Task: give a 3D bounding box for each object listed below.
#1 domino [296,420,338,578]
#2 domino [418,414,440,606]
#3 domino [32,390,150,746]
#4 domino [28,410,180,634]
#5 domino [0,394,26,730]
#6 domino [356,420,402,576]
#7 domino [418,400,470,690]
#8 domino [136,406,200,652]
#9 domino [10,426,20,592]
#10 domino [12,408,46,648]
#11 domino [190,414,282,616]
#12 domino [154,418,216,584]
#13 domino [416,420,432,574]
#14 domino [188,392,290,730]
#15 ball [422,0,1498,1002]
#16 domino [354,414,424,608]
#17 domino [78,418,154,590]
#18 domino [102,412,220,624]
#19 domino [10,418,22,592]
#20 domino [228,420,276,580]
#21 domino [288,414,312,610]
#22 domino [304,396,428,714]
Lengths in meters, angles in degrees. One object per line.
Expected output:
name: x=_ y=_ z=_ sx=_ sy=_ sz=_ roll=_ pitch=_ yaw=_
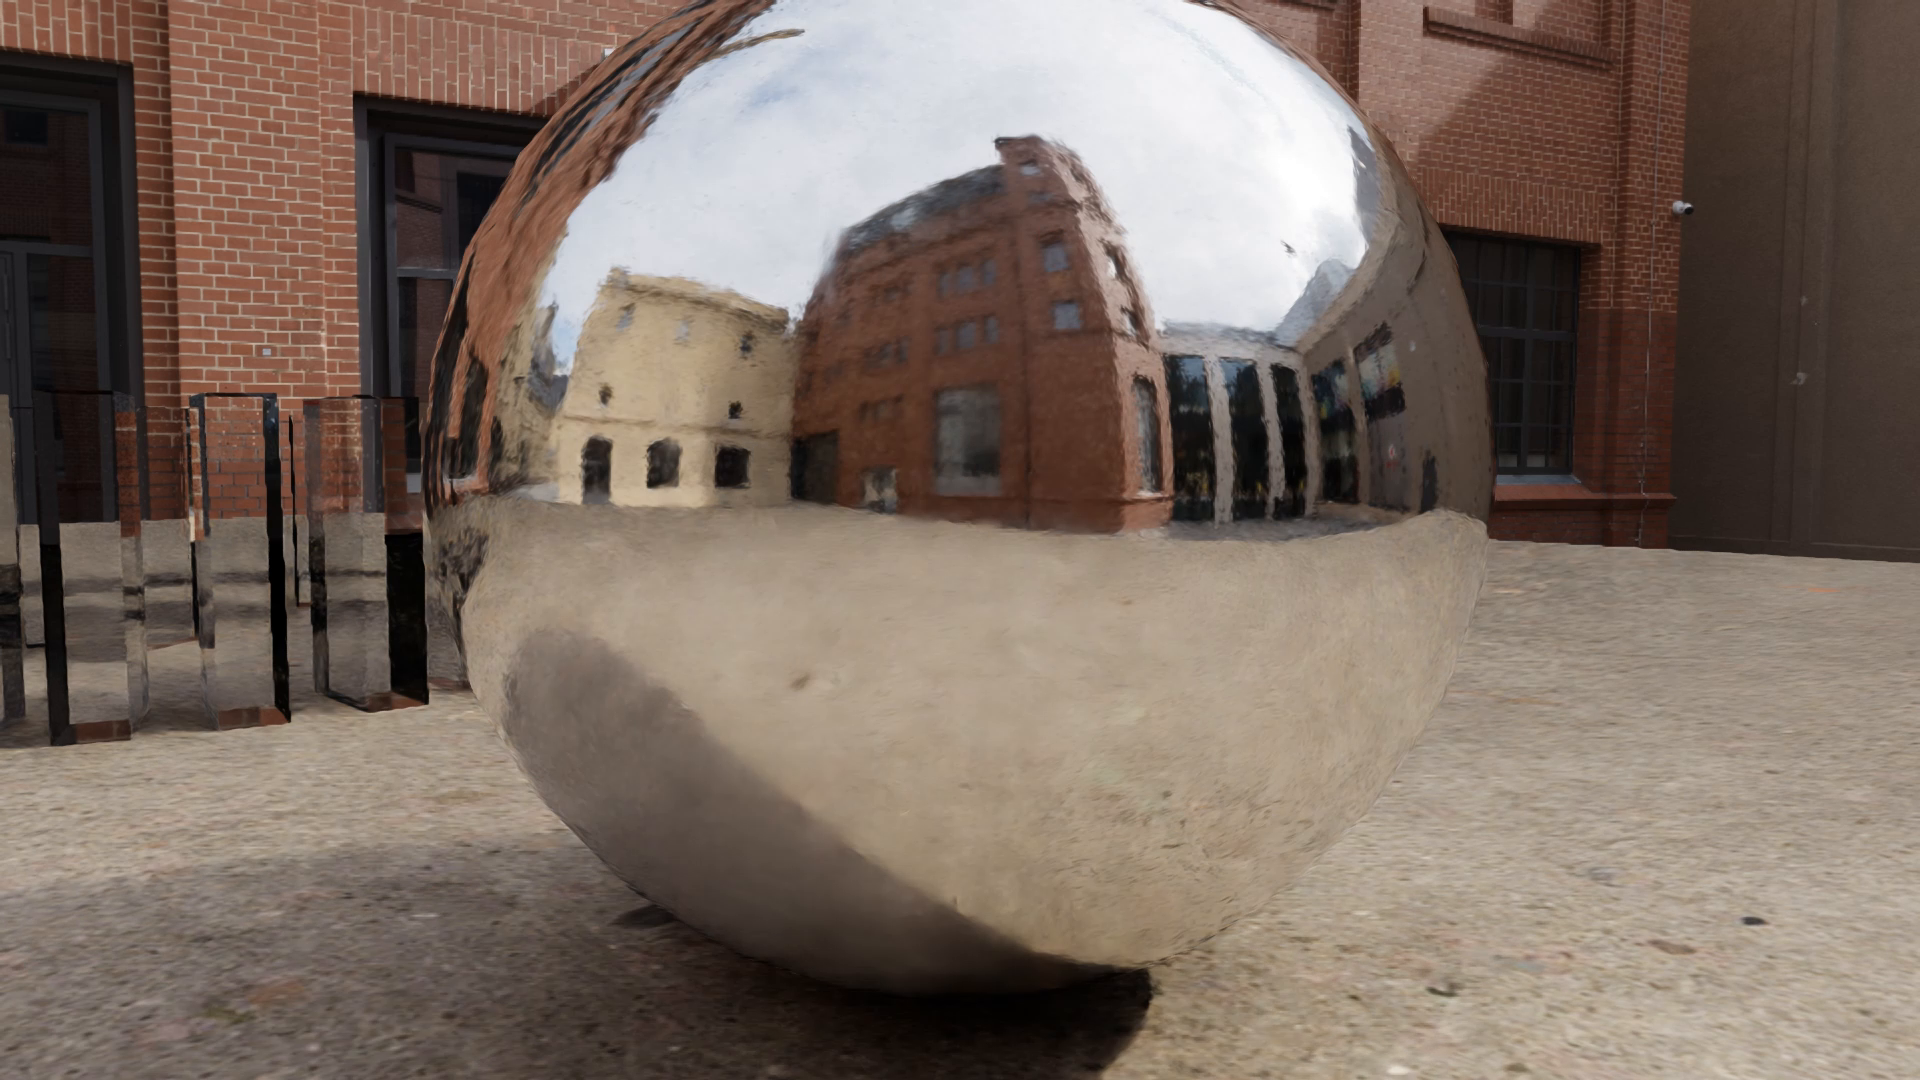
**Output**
domino: x=-0.210 y=-0.014 z=0.419 sx=0.010 sy=0.050 sz=0.025 roll=-2 pitch=5 yaw=-24
domino: x=-0.134 y=-0.008 z=0.346 sx=0.009 sy=0.050 sz=0.025 roll=0 pitch=4 yaw=5
domino: x=-0.129 y=0.003 z=0.192 sx=0.010 sy=0.050 sz=0.025 roll=-2 pitch=5 yaw=-27
domino: x=-0.195 y=-0.004 z=0.293 sx=0.025 sy=0.050 sz=0.009 roll=-1 pitch=4 yaw=-14
domino: x=-0.147 y=0.004 z=0.185 sx=0.009 sy=0.050 sz=0.025 roll=-1 pitch=4 yaw=-17
domino: x=-0.193 y=-0.014 z=0.426 sx=0.010 sy=0.050 sz=0.025 roll=-1 pitch=5 yaw=-18
domino: x=-0.087 y=0.000 z=0.228 sx=0.025 sy=0.050 sz=0.009 roll=3 pitch=5 yaw=30
domino: x=-0.171 y=-0.003 z=0.270 sx=0.009 sy=0.050 sz=0.025 roll=1 pitch=4 yaw=4
domino: x=-0.272 y=-0.009 z=0.353 sx=0.025 sy=0.050 sz=0.009 roll=2 pitch=5 yaw=25
domino: x=-0.187 y=-0.003 z=0.277 sx=0.025 sy=0.050 sz=0.009 roll=-3 pitch=5 yaw=-37
domino: x=-0.185 y=-0.007 z=0.328 sx=0.025 sy=0.050 sz=0.009 roll=3 pitch=5 yaw=37
domino: x=-0.241 y=-0.012 z=0.399 sx=0.009 sy=0.050 sz=0.025 roll=-4 pitch=6 yaw=-44
domino: x=-0.175 y=-0.015 z=0.431 sx=0.009 sy=0.050 sz=0.025 roll=-1 pitch=4 yaw=-12
domino: x=-0.113 y=0.002 z=0.201 sx=0.009 sy=0.050 sz=0.025 roll=-3 pitch=5 yaw=-35
ball: x=0.000 y=-0.005 z=0.103 sx=0.080 sy=0.080 sz=0.080 roll=0 pitch=4 yaw=0
domino: x=-0.153 y=-0.008 z=0.345 sx=0.009 sy=0.050 sz=0.025 roll=-1 pitch=4 yaw=-9
domino: x=-0.253 y=-0.011 z=0.385 sx=0.025 sy=0.050 sz=0.010 roll=3 pitch=5 yaw=37
domino: x=-0.194 y=-0.006 z=0.312 sx=0.025 sy=0.050 sz=0.009 roll=2 pitch=5 yaw=21
domino: x=-0.264 y=-0.010 z=0.369 sx=0.025 sy=0.050 sz=0.009 roll=3 pitch=5 yaw=31
domino: x=-0.226 y=-0.013 z=0.410 sx=0.009 sy=0.050 sz=0.025 roll=-3 pitch=5 yaw=-33
domino: x=-0.171 y=-0.008 z=0.340 sx=0.009 sy=0.050 sz=0.025 roll=-2 pitch=5 yaw=-25
domino: x=-0.099 y=0.002 z=0.213 sx=0.009 sy=0.050 sz=0.025 roll=-4 pitch=6 yaw=-44
